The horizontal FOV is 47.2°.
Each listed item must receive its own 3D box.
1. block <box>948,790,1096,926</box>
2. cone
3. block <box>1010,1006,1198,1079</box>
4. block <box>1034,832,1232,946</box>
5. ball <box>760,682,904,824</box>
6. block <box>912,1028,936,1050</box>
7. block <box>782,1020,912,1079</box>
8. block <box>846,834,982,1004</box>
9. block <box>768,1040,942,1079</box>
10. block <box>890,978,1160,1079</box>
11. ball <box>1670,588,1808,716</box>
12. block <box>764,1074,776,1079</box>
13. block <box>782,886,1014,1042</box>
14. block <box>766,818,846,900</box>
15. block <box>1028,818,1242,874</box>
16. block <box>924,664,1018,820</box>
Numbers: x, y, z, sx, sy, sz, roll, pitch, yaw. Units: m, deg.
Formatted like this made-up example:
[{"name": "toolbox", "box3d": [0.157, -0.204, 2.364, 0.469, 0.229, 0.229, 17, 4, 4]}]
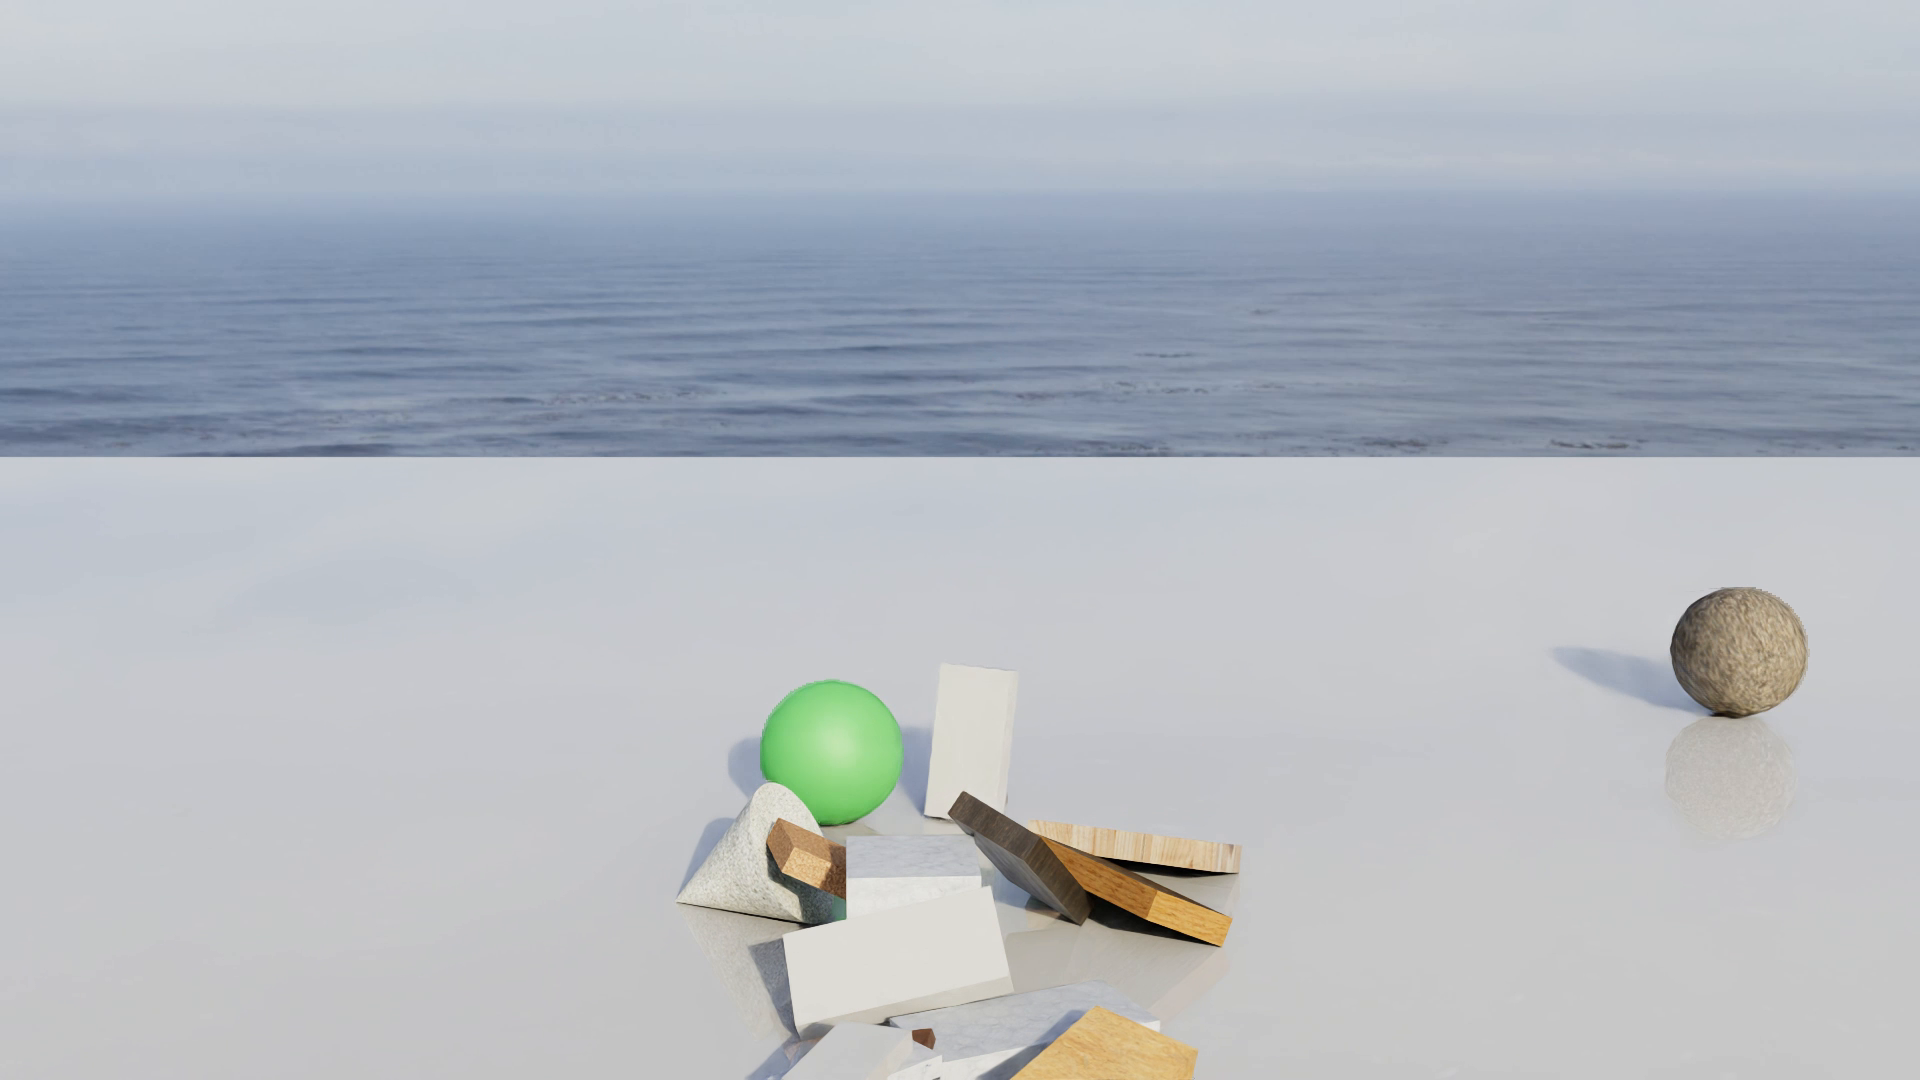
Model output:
[{"name": "block", "box3d": [0.099, 0.500, 3.438, 0.153, 0.043, 0.305, 28, -15, 31]}, {"name": "cone", "box3d": [-0.371, 0.551, 3.588, 0.239, 0.239, 0.239, -25, 2, 21]}, {"name": "block", "box3d": [0.170, 0.703, 2.814, 0.154, 0.044, 0.308, 19, 21, 25]}, {"name": "block", "box3d": [0.265, 0.558, 3.523, 0.166, 0.047, 0.333, 25, -5, -34]}, {"name": "ball", "box3d": [-0.234, 0.390, 4.030, 0.262, 0.262, 0.262, 0, 11, 0]}, {"name": "block", "box3d": [-0.081, 0.697, 2.889, 0.068, 0.019, 0.137, -10, 25, 19]}, {"name": "block", "box3d": [-0.145, 0.666, 2.770, 0.101, 0.029, 0.202, 3, 13, 22]}, {"name": "block", "box3d": [-0.071, 0.564, 3.280, 0.194, 0.194, 0.194, -1, 11, -3]}, {"name": "block", "box3d": [-0.133, 0.686, 2.810, 0.202, 0.029, 0.101, -12, 16, -38]}, {"name": "block", "box3d": [0.089, 0.684, 3.036, 0.333, 0.047, 0.167, -5, 12, -25]}, {"name": "ball", "box3d": [1.689, 0.243, 4.773, 0.279, 0.279, 0.279, 0, 11, 0]}, {"name": "block", "box3d": [-0.249, 0.771, 2.577, 0.154, 0.044, 0.570, 3, 11, 15]}, {"name": "block", "box3d": [-0.089, 0.598, 3.110, 0.305, 0.043, 0.153, -13, 47, -1]}, {"name": "block", "box3d": [-0.149, 0.537, 3.454, 0.305, 0.043, 0.153, 27, 3, -17]}, {"name": "block", "box3d": [0.298, 0.523, 3.760, 0.333, 0.047, 0.167, 4, -7, 22]}, {"name": "block", "box3d": [0.022, 0.375, 4.052, 0.141, 0.282, 0.040, 5, -3, 25]}]
